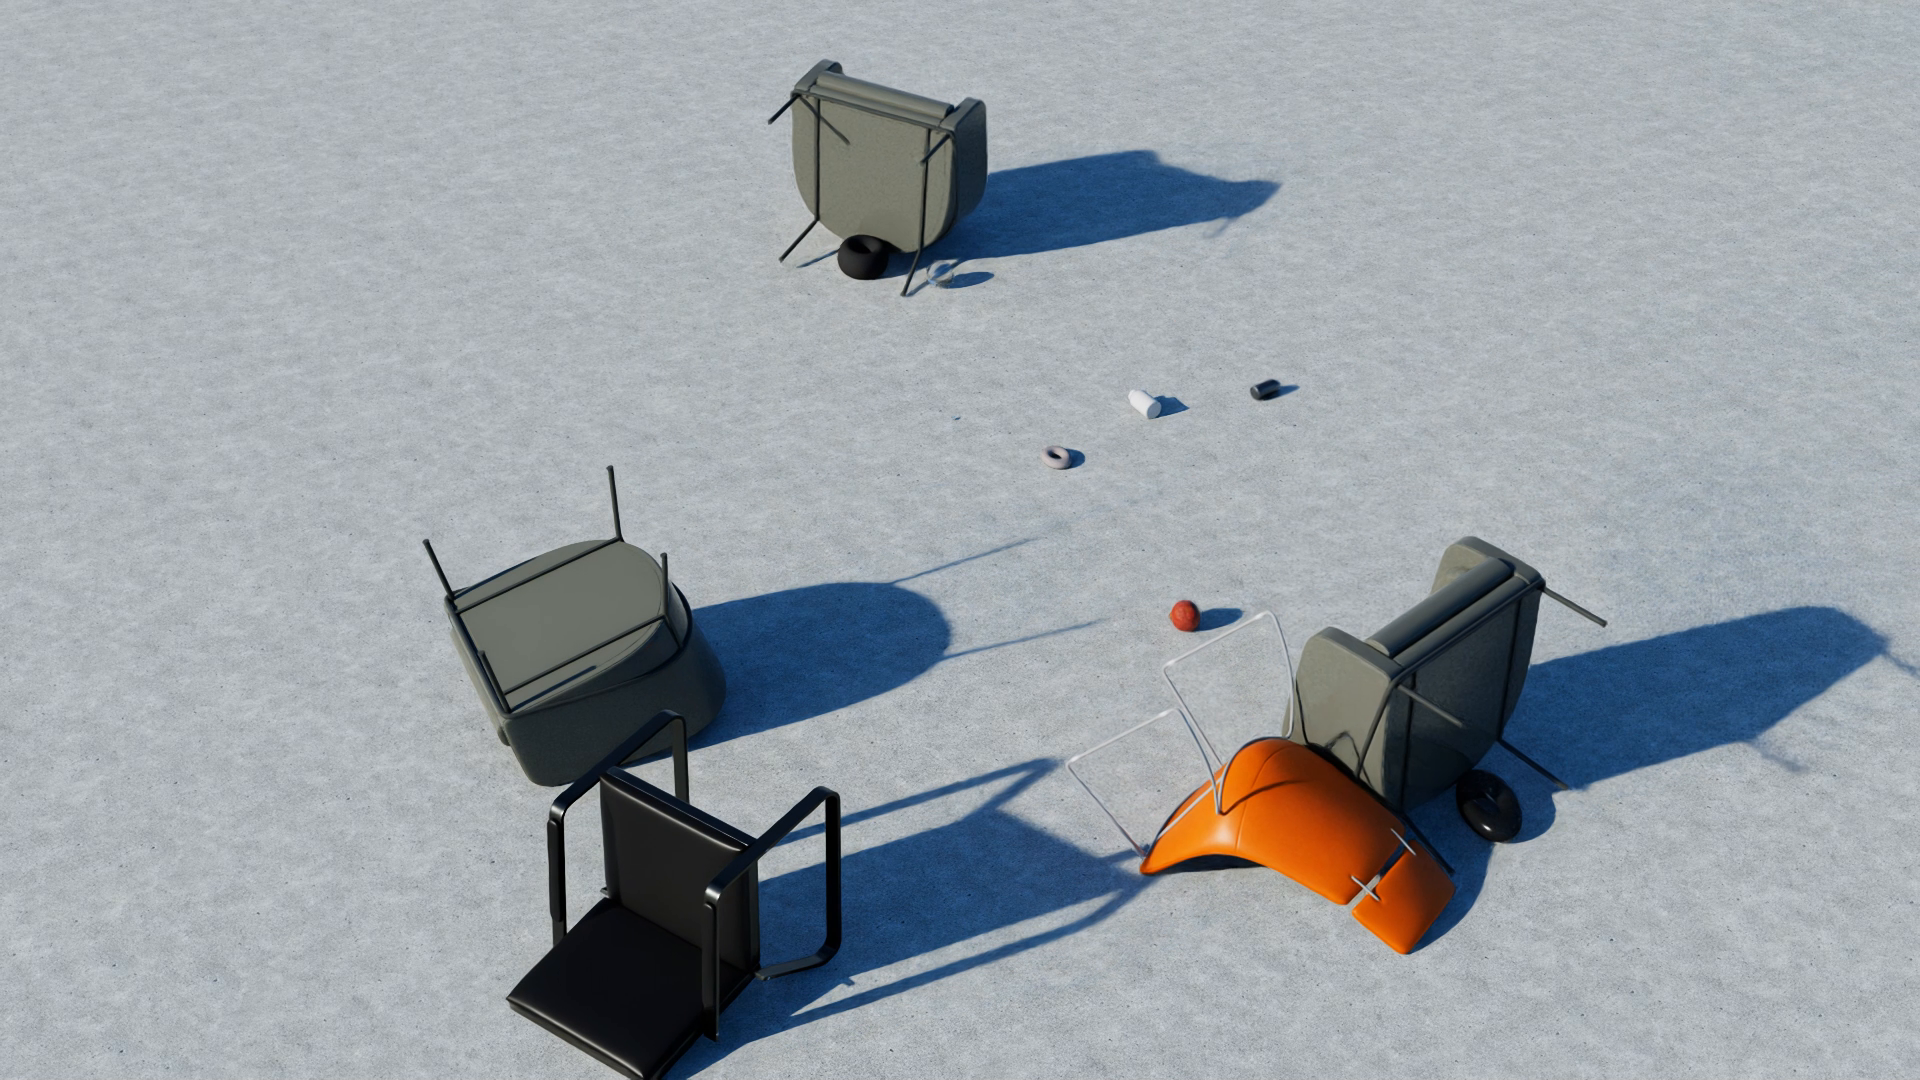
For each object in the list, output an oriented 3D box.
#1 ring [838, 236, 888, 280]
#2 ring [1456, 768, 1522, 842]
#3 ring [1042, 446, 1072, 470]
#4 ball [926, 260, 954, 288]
[{"bbox_3d":[-0.420,-1.223,12.686,0.223,0.126,0.233,3,37,-6],"label":"ring"},{"bbox_3d":[1.724,0.865,9.559,0.196,0.082,0.345,-7,35,-7],"label":"ring"},{"bbox_3d":[0.376,-0.322,11.400,0.116,0.036,0.150,-14,37,-18],"label":"ring"},{"bbox_3d":[-0.085,-1.141,12.571,0.115,0.115,0.115,0,33,0],"label":"ball"}]
